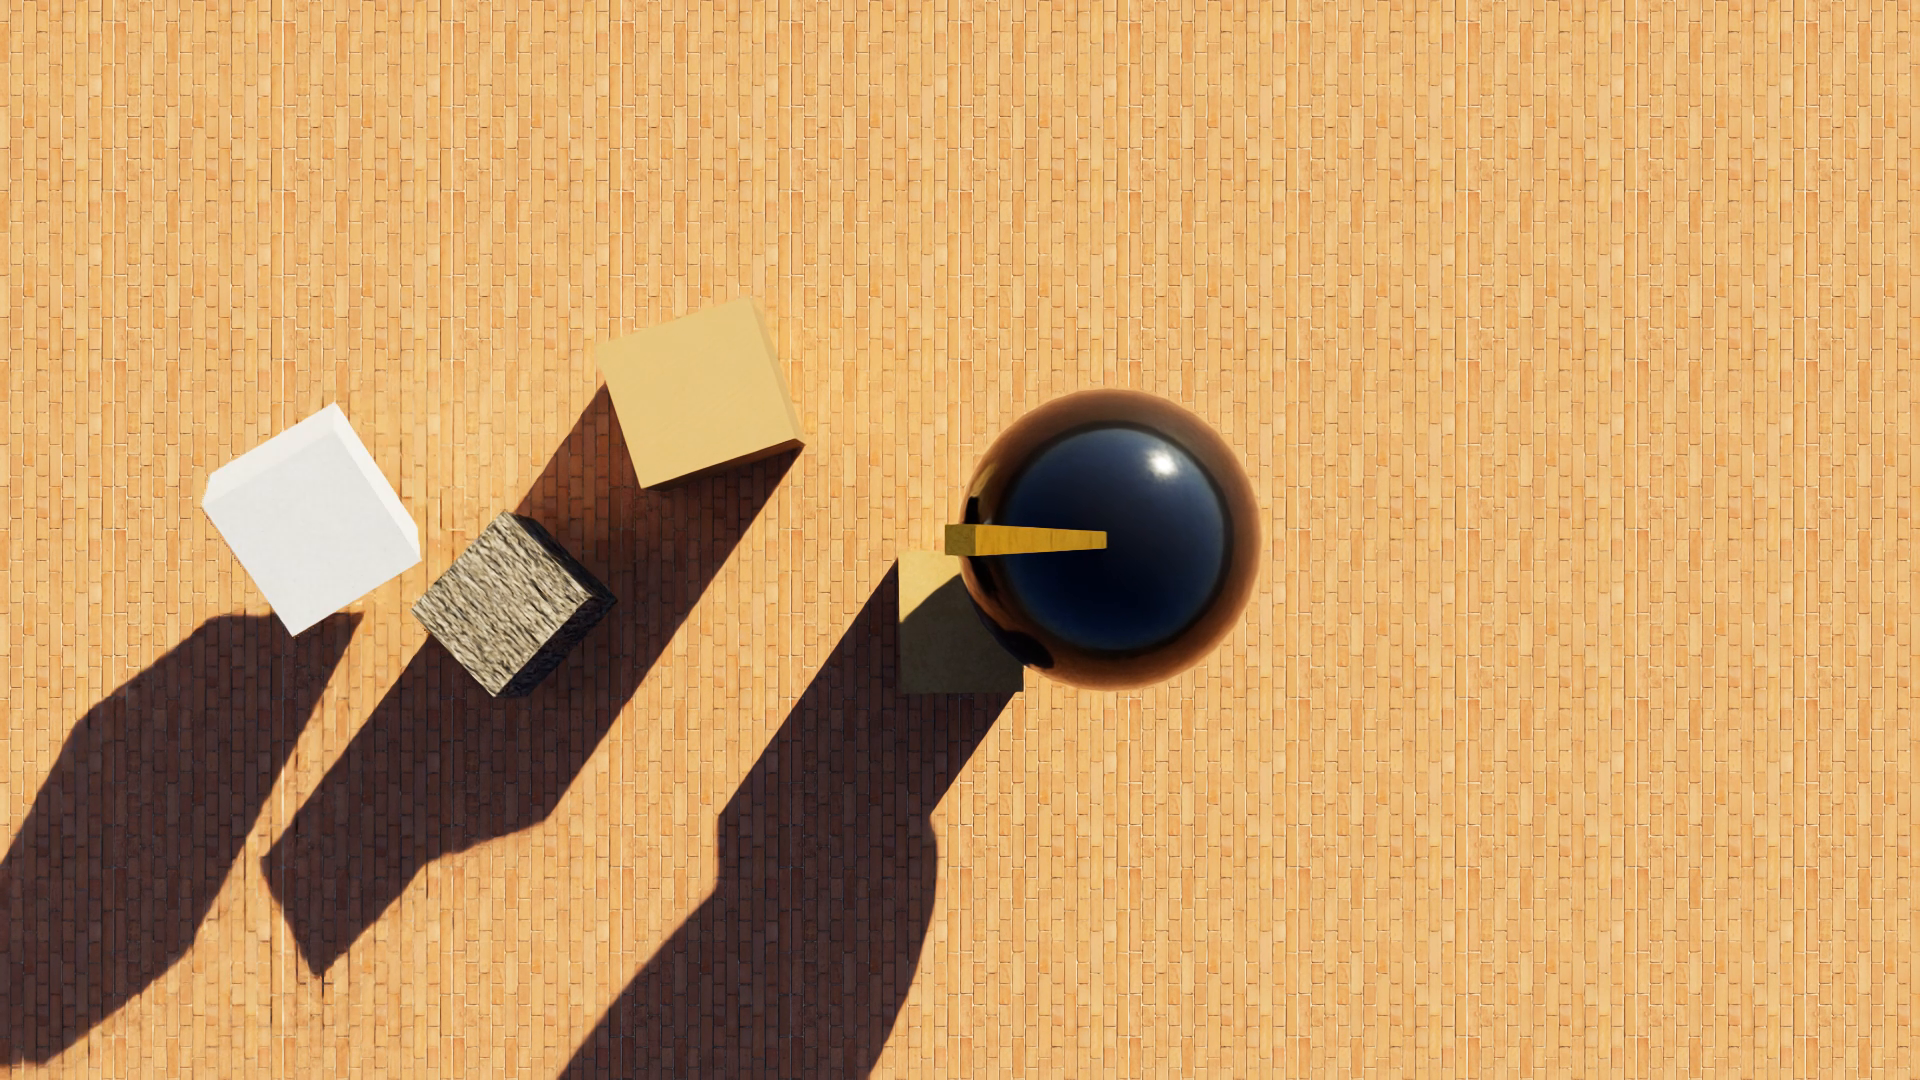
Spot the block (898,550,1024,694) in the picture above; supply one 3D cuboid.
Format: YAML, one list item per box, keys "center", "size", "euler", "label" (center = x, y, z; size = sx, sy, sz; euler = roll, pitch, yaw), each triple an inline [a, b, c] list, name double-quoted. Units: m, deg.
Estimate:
- center: [0.007, 0.460, 12.679]
  size: [0.692, 0.642, 0.799]
  euler: [-1, 90, 0]
  label: "block"

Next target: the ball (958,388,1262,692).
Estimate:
- center: [0.782, 0.000, 11.545]
  size: [1.600, 1.600, 1.600]
  euler: [0, 90, 0]
  label: "ball"

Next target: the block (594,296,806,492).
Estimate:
- center: [-1.459, -0.813, 12.546]
  size: [0.890, 0.908, 0.826]
  euler: [-18, 90, 0]
  label: "block"

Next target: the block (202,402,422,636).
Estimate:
- center: [-3.590, -0.130, 12.230]
  size: [0.797, 0.810, 0.856]
  euler: [-31, 110, -6]
  label: "block"

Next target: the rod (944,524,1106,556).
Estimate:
- center: [0.339, 0.000, 8.174]
  size: [0.080, 5.200, 0.080]
  euler: [0, 90, 7]
  label: "rod"

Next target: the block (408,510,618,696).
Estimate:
- center: [-2.554, 0.378, 12.638]
  size: [0.699, 0.621, 0.778]
  euler: [44, 91, 7]
  label: "block"
